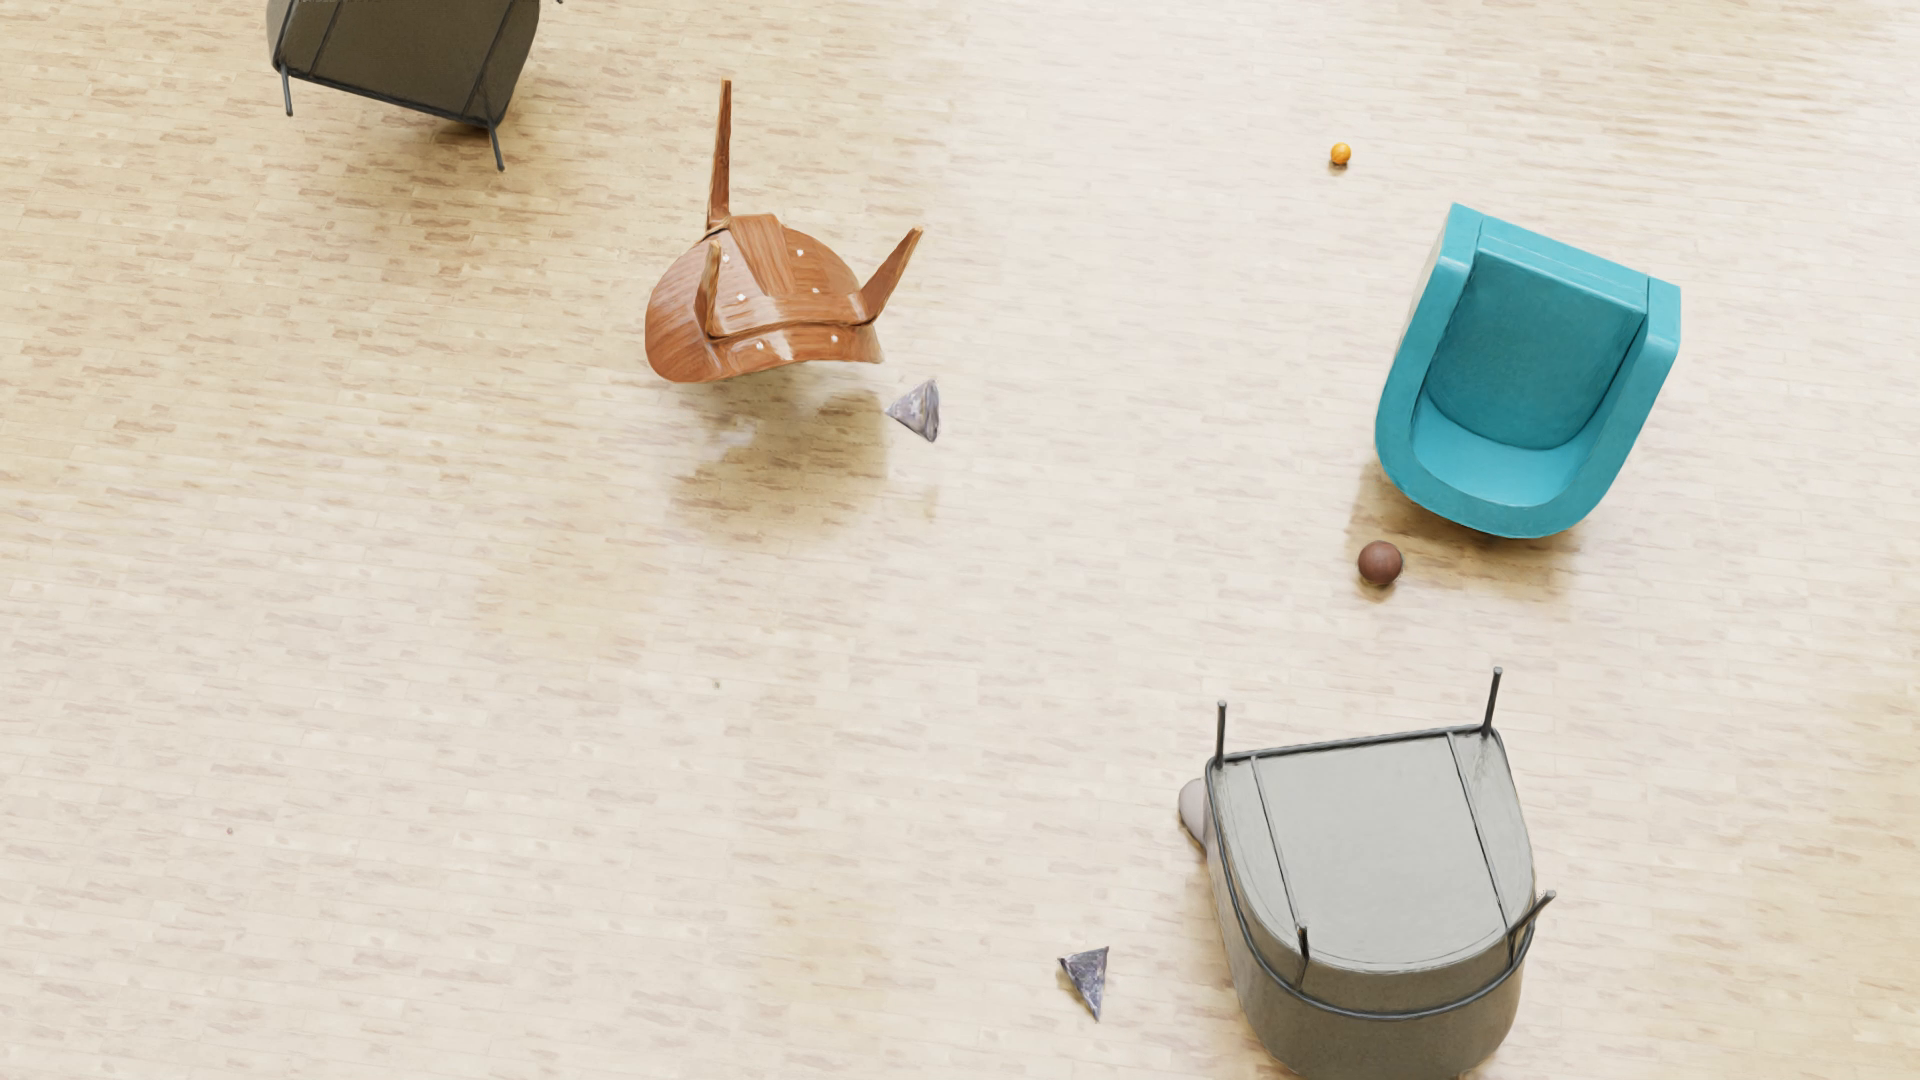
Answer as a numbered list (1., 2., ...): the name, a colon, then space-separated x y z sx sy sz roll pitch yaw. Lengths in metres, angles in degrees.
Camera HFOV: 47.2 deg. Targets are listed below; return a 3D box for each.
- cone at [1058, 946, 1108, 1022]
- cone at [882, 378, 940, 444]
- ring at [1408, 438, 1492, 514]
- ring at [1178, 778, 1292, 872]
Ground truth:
1. cone: 0.342 1.168 5.739 0.133 0.157 0.185 -7 77 -26
2. cone: -0.157 -0.383 6.527 0.154 0.168 0.197 0 83 15
3. ring: 1.482 -0.195 6.639 0.264 0.092 0.272 24 53 5
4. ring: 0.751 0.777 6.016 0.352 0.060 0.218 36 65 20
